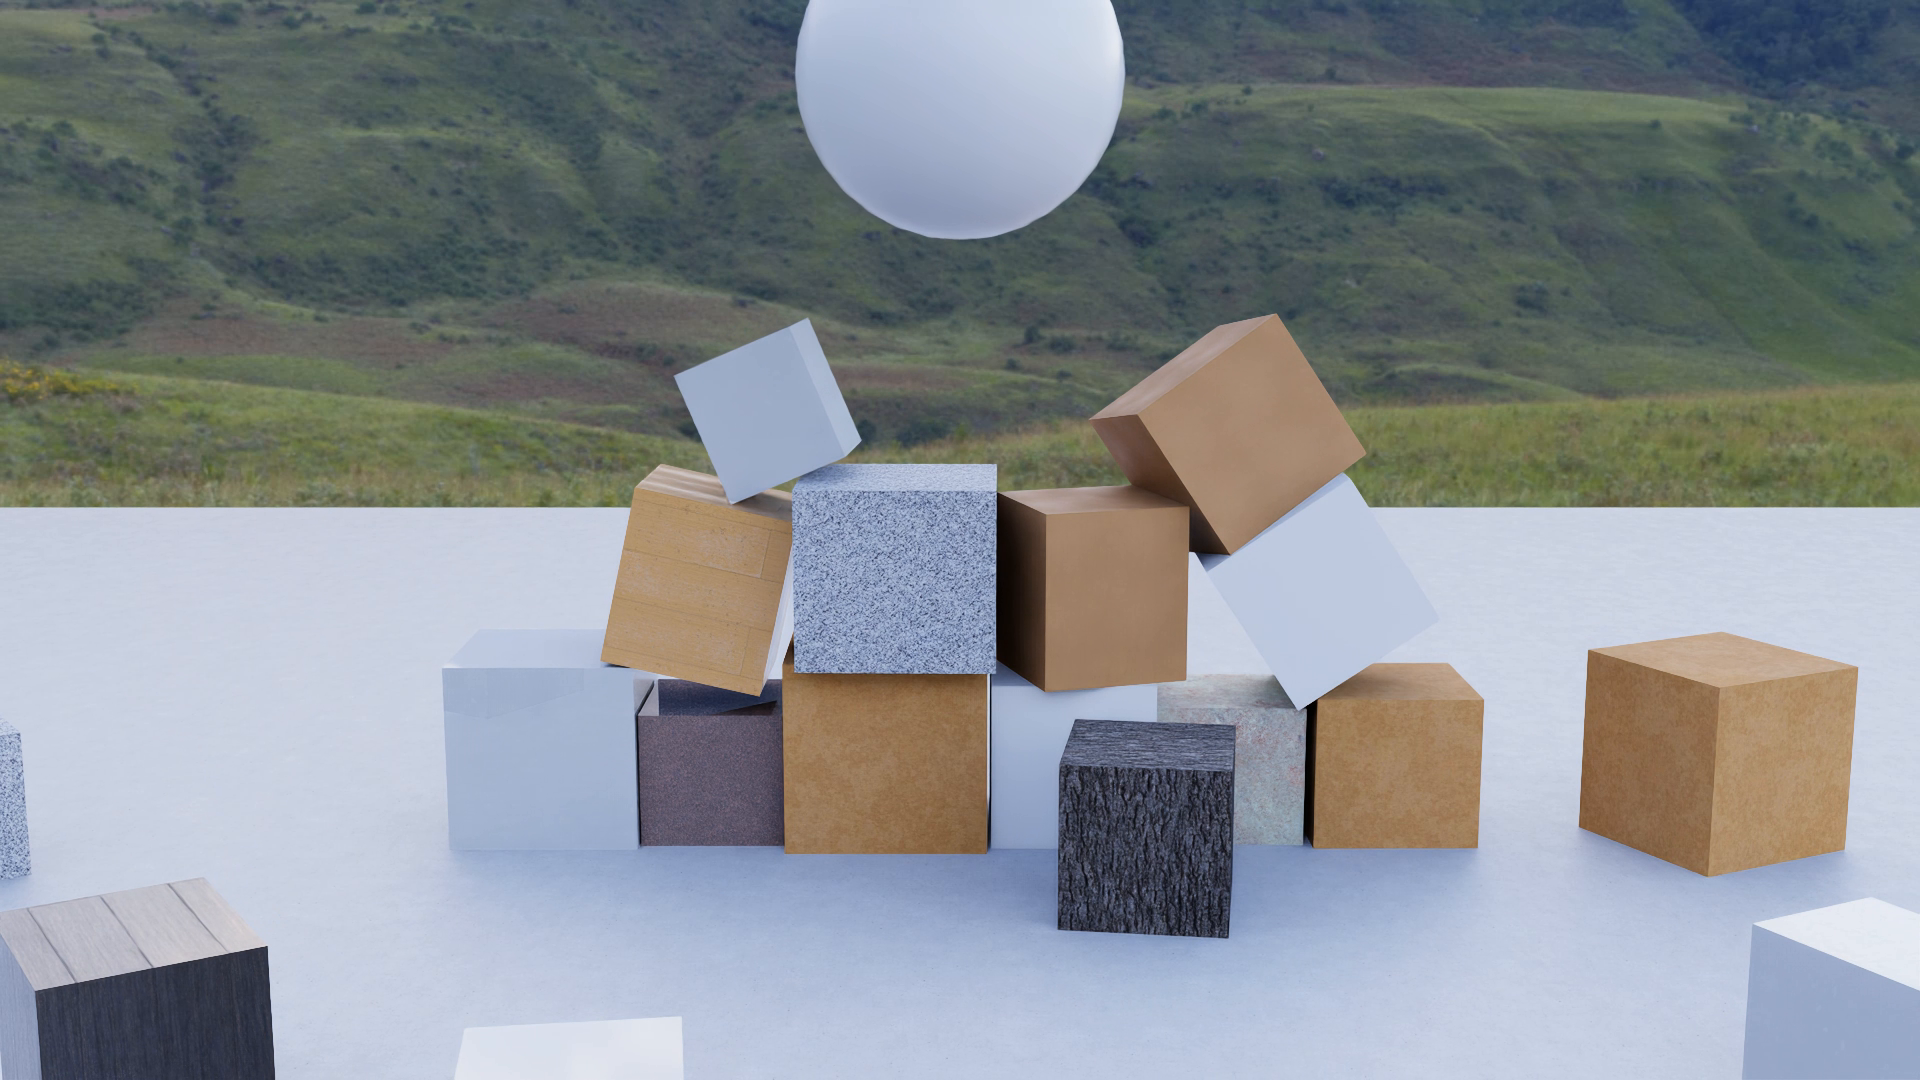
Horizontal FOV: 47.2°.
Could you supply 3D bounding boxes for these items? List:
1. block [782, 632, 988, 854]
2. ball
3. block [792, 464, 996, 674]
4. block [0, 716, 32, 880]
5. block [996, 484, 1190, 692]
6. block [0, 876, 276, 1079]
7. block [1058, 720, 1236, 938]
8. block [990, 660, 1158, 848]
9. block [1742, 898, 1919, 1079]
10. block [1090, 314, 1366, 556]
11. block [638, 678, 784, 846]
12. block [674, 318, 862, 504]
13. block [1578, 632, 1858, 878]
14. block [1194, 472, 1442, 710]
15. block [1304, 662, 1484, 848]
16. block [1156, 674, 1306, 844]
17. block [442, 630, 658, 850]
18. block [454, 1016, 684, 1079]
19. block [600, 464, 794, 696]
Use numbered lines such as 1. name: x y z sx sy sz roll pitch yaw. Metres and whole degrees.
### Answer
1. block: -0.369 1.002 11.346 1.007 0.969 0.965 0 10 0
2. ball: 0.000 -2.259 10.636 1.600 1.600 1.600 0 10 0
3. block: -0.305 0.126 10.967 0.972 0.892 0.886 0 10 1
4. block: -4.961 1.260 10.656 0.669 0.709 0.648 -7 13 -36
5. block: 0.661 0.228 11.151 0.755 0.883 0.730 -3 11 -18
6. block: -2.978 1.749 7.911 0.764 0.729 0.874 -7 12 -32
7. block: 0.874 1.317 10.168 0.765 0.771 0.792 1 10 8
8. block: 0.568 1.062 11.377 0.822 0.839 0.837 0 10 0
9. block: 3.383 1.773 7.983 0.628 0.654 0.774 -5 12 -27
10. block: 1.350 -0.530 11.226 0.877 0.841 0.824 -36 9 -10
11. block: -1.245 1.141 11.397 0.721 0.678 0.759 0 10 0
12. block: -0.950 -0.654 11.008 0.621 0.688 0.597 -22 7 9
13. block: 3.821 1.056 11.124 0.929 0.942 0.891 -5 12 -27
14. block: 1.791 0.207 11.196 0.835 0.845 0.760 -33 9 6
15. block: 2.184 1.101 11.362 0.828 0.769 0.785 0 10 -1
16. block: 1.366 1.125 11.397 0.747 0.710 0.717 0 10 1
17. block: -2.088 1.014 11.372 0.943 0.936 0.873 0 10 0
18. block: -1.212 1.973 6.884 0.700 0.654 0.792 -1 10 -8
19. block: -1.278 0.187 11.186 0.805 0.889 0.823 13 10 -1
